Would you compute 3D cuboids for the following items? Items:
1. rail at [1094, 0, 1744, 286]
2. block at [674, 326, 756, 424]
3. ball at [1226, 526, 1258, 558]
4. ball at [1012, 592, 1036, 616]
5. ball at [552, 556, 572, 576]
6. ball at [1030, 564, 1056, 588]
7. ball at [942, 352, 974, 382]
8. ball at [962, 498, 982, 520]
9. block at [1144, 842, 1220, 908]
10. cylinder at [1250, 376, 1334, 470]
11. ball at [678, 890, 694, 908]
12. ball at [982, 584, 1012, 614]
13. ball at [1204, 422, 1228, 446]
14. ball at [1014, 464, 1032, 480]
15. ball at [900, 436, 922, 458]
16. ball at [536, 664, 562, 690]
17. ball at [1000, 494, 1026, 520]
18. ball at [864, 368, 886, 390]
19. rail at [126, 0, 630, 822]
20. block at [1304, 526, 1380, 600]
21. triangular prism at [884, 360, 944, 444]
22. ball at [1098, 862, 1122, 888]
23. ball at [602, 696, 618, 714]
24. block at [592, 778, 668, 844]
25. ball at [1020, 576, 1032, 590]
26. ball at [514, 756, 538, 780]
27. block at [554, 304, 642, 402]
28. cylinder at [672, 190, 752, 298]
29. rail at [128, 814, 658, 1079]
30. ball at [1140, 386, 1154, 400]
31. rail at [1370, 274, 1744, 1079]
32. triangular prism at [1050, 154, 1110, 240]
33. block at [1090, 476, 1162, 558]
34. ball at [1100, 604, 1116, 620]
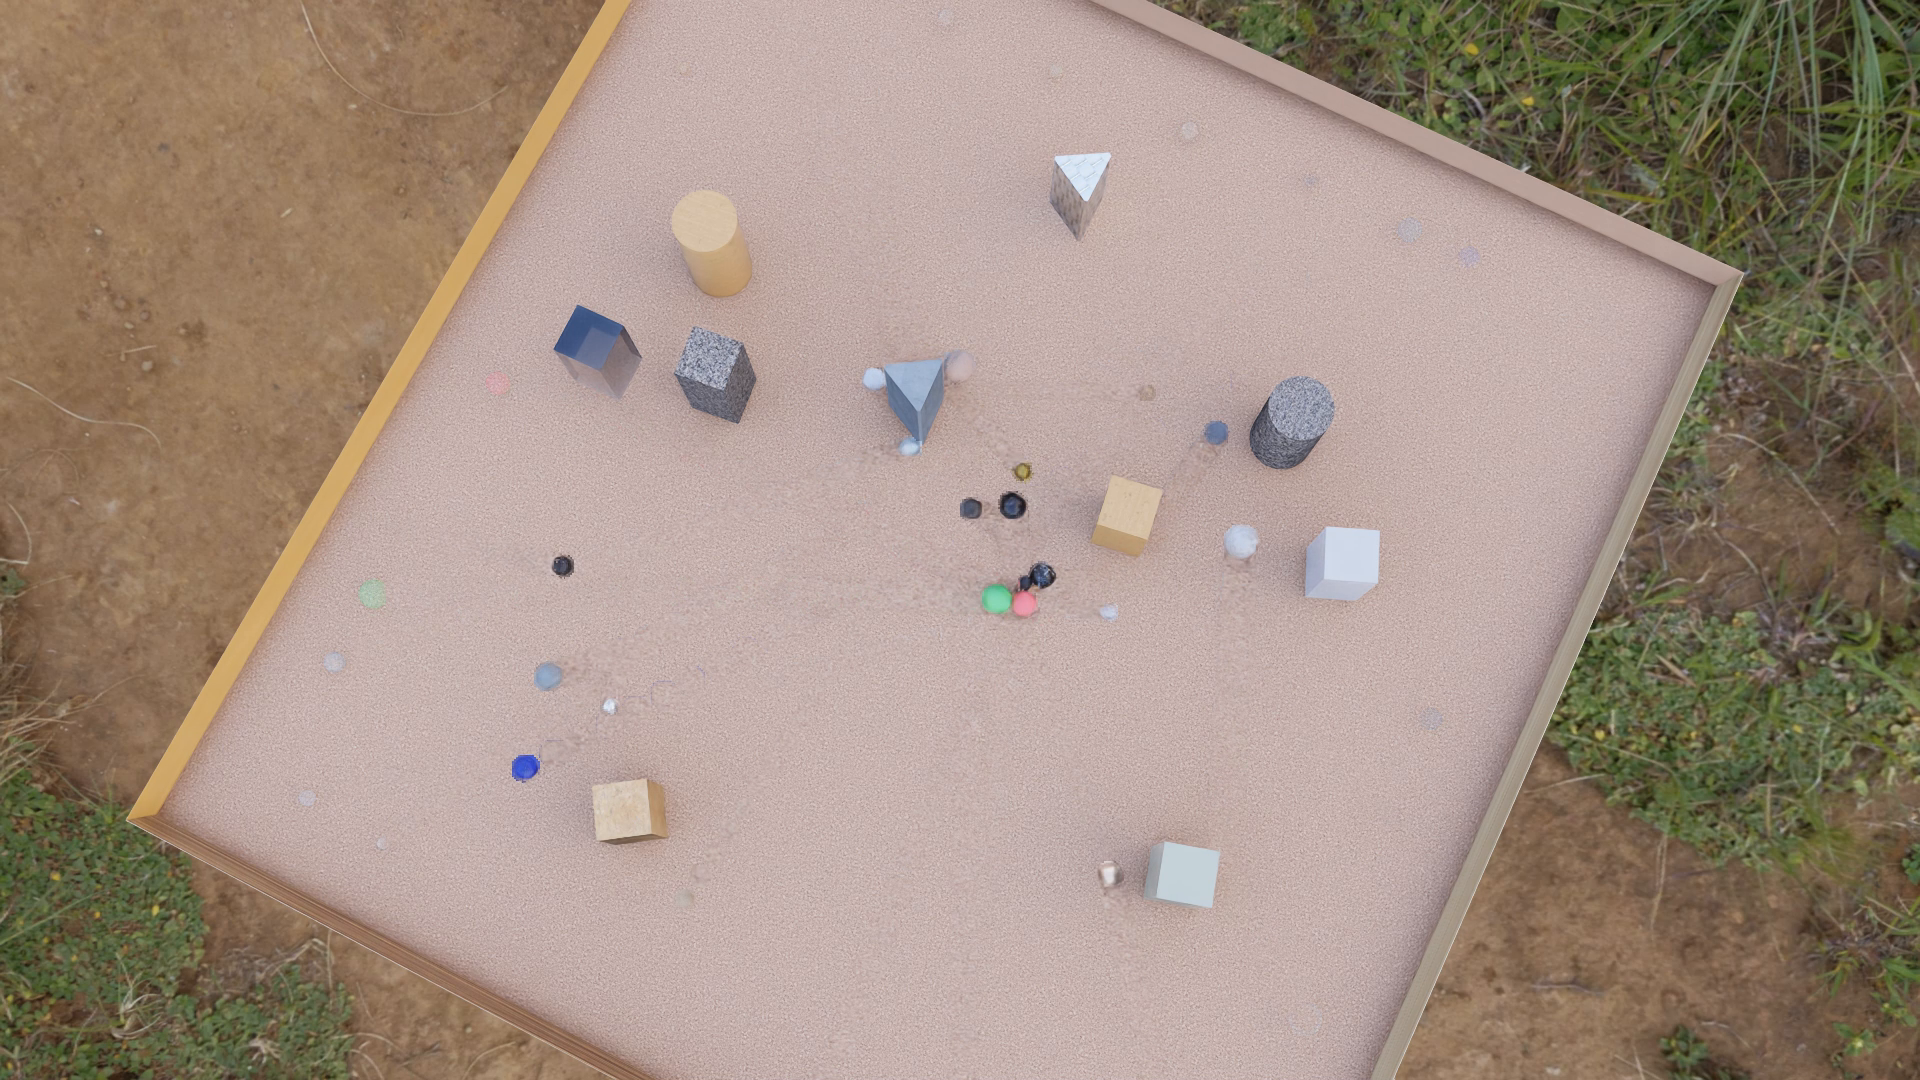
[{"bbox_3d":[0.809,-1.578,5.878,3.586,0.126,0.045,26,80,5],"label":"rail"},{"bbox_3d":[-0.734,-0.494,5.530,0.155,0.369,0.155,20,79,4],"label":"block"},{"bbox_3d":[0.855,0.006,5.566,0.096,0.096,0.096,0,78,0],"label":"ball"},{"bbox_3d":[0.192,0.192,5.538,0.075,0.075,0.075,0,78,0],"label":"ball"},{"bbox_3d":[-1.209,0.078,5.568,0.063,0.063,0.063,0,78,0],"label":"ball"},{"bbox_3d":[0.251,0.109,5.556,0.075,0.075,0.075,0,78,0],"label":"ball"},{"bbox_3d":[-0.006,-0.537,5.678,0.097,0.097,0.097,0,78,0],"label":"ball"},{"bbox_3d":[0.037,-0.095,5.604,0.064,0.064,0.064,0,78,0],"label":"ball"},{"bbox_3d":[0.630,0.960,5.234,0.155,0.360,0.155,10,78,2],"label":"block"},{"bbox_3d":[0.994,-0.349,5.508,0.194,0.355,0.194,0,78,0],"label":"cylinder"},{"bbox_3d":[-0.805,1.054,5.374,0.049,0.049,0.049,0,78,0],"label":"ball"},{"bbox_3d":[0.111,0.178,5.532,0.091,0.091,0.091,0,78,0],"label":"ball"},{"bbox_3d":[0.789,-0.326,5.649,0.069,0.069,0.069,0,78,0],"label":"ball"},{"bbox_3d":[0.193,-0.211,5.634,0.052,0.052,0.052,0,78,0],"label":"ball"},{"bbox_3d":[-0.152,-0.286,5.636,0.064,0.064,0.064,0,78,0],"label":"ball"},{"bbox_3d":[-1.231,0.410,5.492,0.078,0.078,0.078,0,78,0],"label":"ball"},{"bbox_3d":[0.161,-0.103,5.596,0.081,0.081,0.081,0,78,0],"label":"ball"},{"bbox_3d":[-0.264,-0.498,5.684,0.070,0.070,0.070,0,78,0],"label":"ball"},{"bbox_3d":[-1.583,-0.768,5.710,0.045,0.126,3.665,26,80,5],"label":"rail"},{"bbox_3d":[1.134,0.073,5.447,0.155,0.303,0.155,5,78,1],"label":"block"},{"bbox_3d":[-0.111,-0.441,5.508,0.145,0.391,0.168,-36,81,-7],"label":"triangular prism"},{"bbox_3d":[0.440,0.983,5.377,0.070,0.070,0.070,0,78,0],"label":"ball"},{"bbox_3d":[-1.048,0.494,5.489,0.050,0.050,0.050,0,78,0],"label":"ball"},{"bbox_3d":[-0.953,0.789,5.306,0.155,0.289,0.155,-7,78,-2],"label":"block"},{"bbox_3d":[0.200,0.132,5.568,0.041,0.041,0.041,0,78,0],"label":"ball"},{"bbox_3d":[-1.289,0.677,5.440,0.071,0.071,0.071,0,78,0],"label":"ball"},{"bbox_3d":[-1.096,-0.564,5.567,0.155,0.325,0.155,25,79,5],"label":"block"},{"bbox_3d":[-0.753,-0.900,5.597,0.194,0.402,0.194,0,78,0],"label":"cylinder"},{"bbox_3d":[-0.809,1.591,5.222,3.586,0.126,0.045,26,80,5],"label":"rail"},{"bbox_3d":[0.581,-0.456,5.690,0.041,0.041,0.041,0,78,0],"label":"ball"},{"bbox_3d":[1.583,0.782,5.390,0.045,0.126,3.665,26,80,5],"label":"rail"},{"bbox_3d":[0.392,-1.089,5.672,0.145,0.333,0.168,-33,80,-6],"label":"triangular prism"},{"bbox_3d":[0.497,-0.069,5.495,0.155,0.266,0.155,18,79,4],"label":"block"},{"bbox_3d":[0.450,0.218,5.547,0.048,0.048,0.048,0,78,0],"label":"ball"}]
